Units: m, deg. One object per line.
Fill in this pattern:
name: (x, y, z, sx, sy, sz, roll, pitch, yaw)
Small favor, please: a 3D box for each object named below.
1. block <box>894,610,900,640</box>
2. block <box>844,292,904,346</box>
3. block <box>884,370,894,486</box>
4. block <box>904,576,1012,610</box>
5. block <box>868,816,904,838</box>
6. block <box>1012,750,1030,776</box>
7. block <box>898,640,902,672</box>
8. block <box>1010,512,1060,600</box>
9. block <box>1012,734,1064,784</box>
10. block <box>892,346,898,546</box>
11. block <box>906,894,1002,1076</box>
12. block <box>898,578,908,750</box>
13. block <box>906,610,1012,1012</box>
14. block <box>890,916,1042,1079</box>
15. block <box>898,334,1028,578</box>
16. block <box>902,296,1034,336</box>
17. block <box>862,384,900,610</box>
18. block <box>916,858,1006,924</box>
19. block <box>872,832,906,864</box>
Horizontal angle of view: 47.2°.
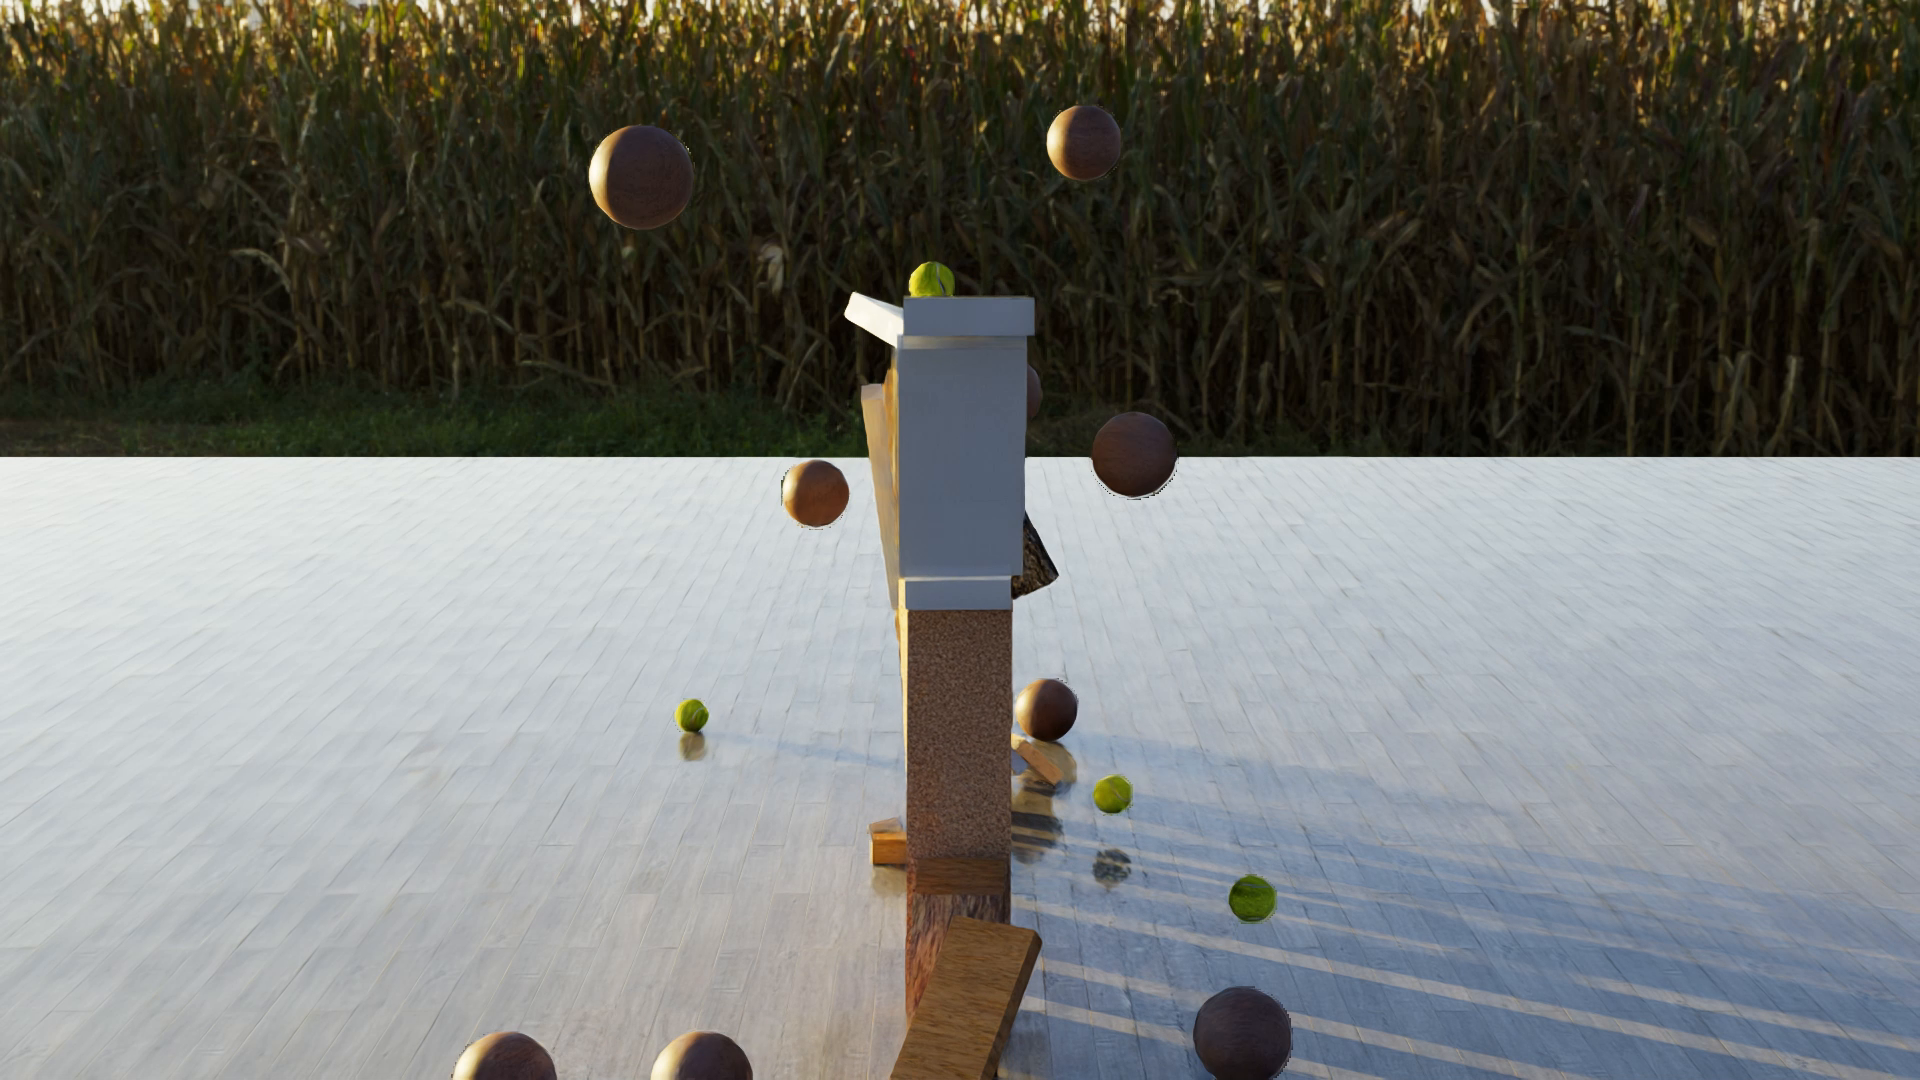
block: (-0.043, 0.122, 3.919, 0.142, 0.040, 0.284, -5, 10, 0)
block: (-0.051, -0.315, 3.456, 0.150, 0.042, 0.300, 15, 11, -31)
block: (-0.036, -0.139, 3.566, 0.150, 0.300, 0.042, 2, 40, 7)
block: (-0.007, 0.047, 3.221, 0.149, 0.042, 0.299, 0, 12, -2)
block: (-0.130, 0.511, 3.884, 0.058, 0.016, 0.116, -13, -15, -4)
block: (0.070, 0.411, 4.250, 0.100, 0.028, 0.200, 42, -10, -3)
block: (-0.027, 0.289, 3.903, 0.142, 0.283, 0.040, -5, 26, -1)
block: (0.038, 0.063, 4.068, 0.268, 0.134, 0.038, -25, 7, 29)
block: (0.136, 0.420, 4.234, 0.100, 0.028, 0.200, 42, -6, -5)
block: (-0.010, -0.134, 3.196, 0.174, 0.347, 0.049, -2, 45, -3)
block: (-0.007, 0.608, 3.015, 0.124, 0.247, 0.035, 1, -33, 3)
block: (-0.010, 0.203, 3.318, 0.149, 0.299, 0.042, -4, 6, -20)
block: (-0.001, 0.382, 3.167, 0.149, 0.593, 0.042, 0, 2, 3)
block: (0.010, 0.627, 2.937, 0.124, 0.035, 0.248, 6, 55, 27)
block: (0.002, -0.113, 3.034, 0.174, 0.347, 0.049, 0, 28, -2)
block: (0.008, -0.315, 3.071, 0.174, 0.049, 0.347, 0, 7, -1)
block: (-0.065, -0.071, 3.707, 0.150, 0.457, 0.042, -5, 40, 2)
block: (-0.001, 0.574, 3.100, 0.124, 0.248, 0.035, 1, -15, 3)
block: (-0.094, 0.533, 3.813, 0.116, 0.058, 0.016, -1, 37, -7)
